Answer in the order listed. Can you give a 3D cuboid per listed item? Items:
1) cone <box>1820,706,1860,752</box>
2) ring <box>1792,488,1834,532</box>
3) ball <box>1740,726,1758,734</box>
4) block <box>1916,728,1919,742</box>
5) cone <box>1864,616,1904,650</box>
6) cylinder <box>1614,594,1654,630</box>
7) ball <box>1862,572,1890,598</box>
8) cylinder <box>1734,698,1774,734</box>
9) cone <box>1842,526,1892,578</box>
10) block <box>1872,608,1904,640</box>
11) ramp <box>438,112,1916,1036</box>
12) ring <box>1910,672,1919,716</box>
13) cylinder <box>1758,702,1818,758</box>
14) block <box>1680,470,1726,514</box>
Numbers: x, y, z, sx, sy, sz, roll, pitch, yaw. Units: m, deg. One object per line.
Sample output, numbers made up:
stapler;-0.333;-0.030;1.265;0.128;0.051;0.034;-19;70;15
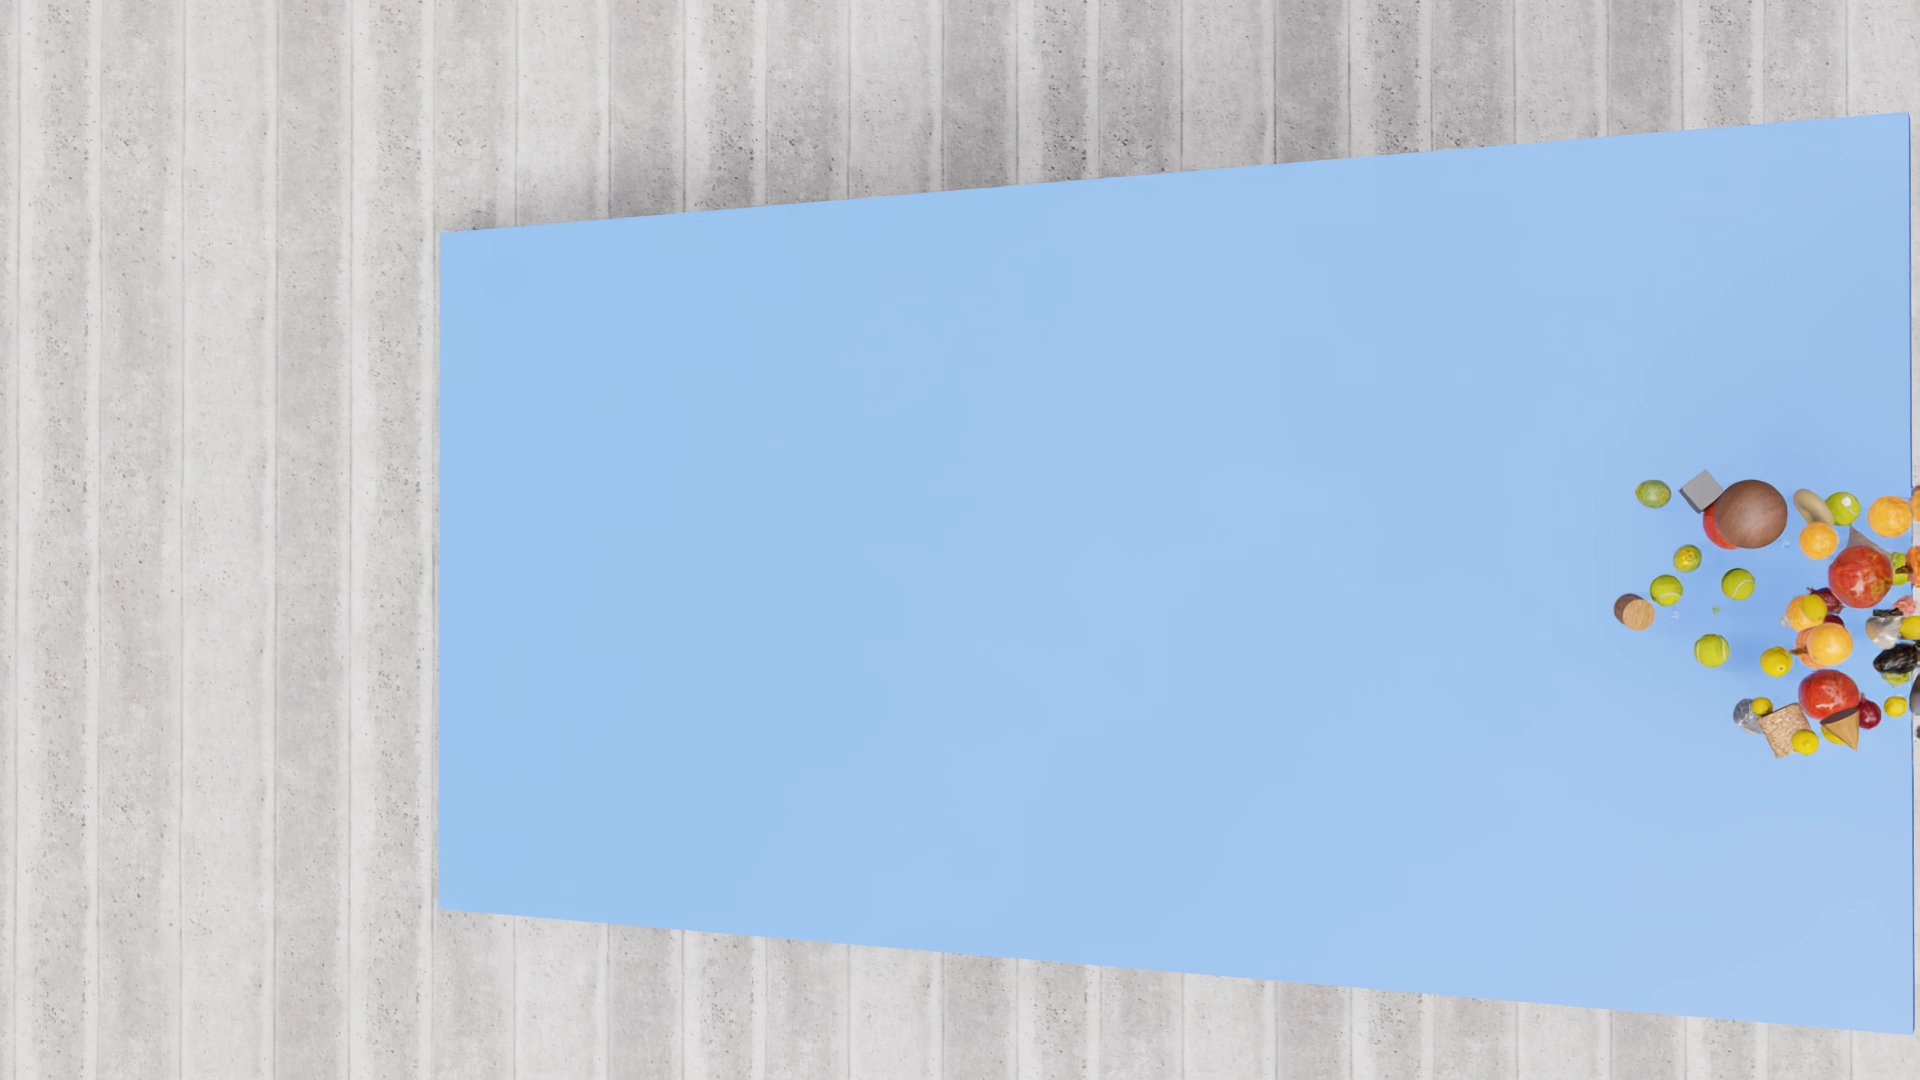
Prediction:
cone;1.707;0.373;4.223;0.079;0.079;0.079;-26;89;0
ring;1.687;-0.059;4.345;0.033;0.099;0.099;-38;89;2
ball;1.729;0.389;4.790;0.070;0.070;0.070;0;89;0
block;1.889;0.373;4.227;0.060;0.060;0.060;-13;47;-14
cone;1.480;0.135;3.490;0.058;0.058;0.058;10;56;-15
cylinder;1.475;0.157;4.812;0.070;0.070;0.070;0;99;1
ball;1.949;0.095;4.679;0.054;0.054;0.054;0;89;0
cylinder;1.703;0.378;4.714;0.061;0.061;0.061;21;89;-23
cone;1.850;0.010;4.526;0.098;0.098;0.098;-8;56;0
block;1.910;0.174;4.523;0.052;0.052;0.052;-4;102;12
ramp;0.281;0.081;5.679;4.000;0.100;2.000;0;89;26
ring;1.687;0.243;3.799;0.046;0.139;0.139;26;89;13
cylinder;1.735;0.399;4.613;0.091;0.091;0.091;-24;79;0
block;1.513;-0.098;4.485;0.062;0.062;0.062;-38;76;7
